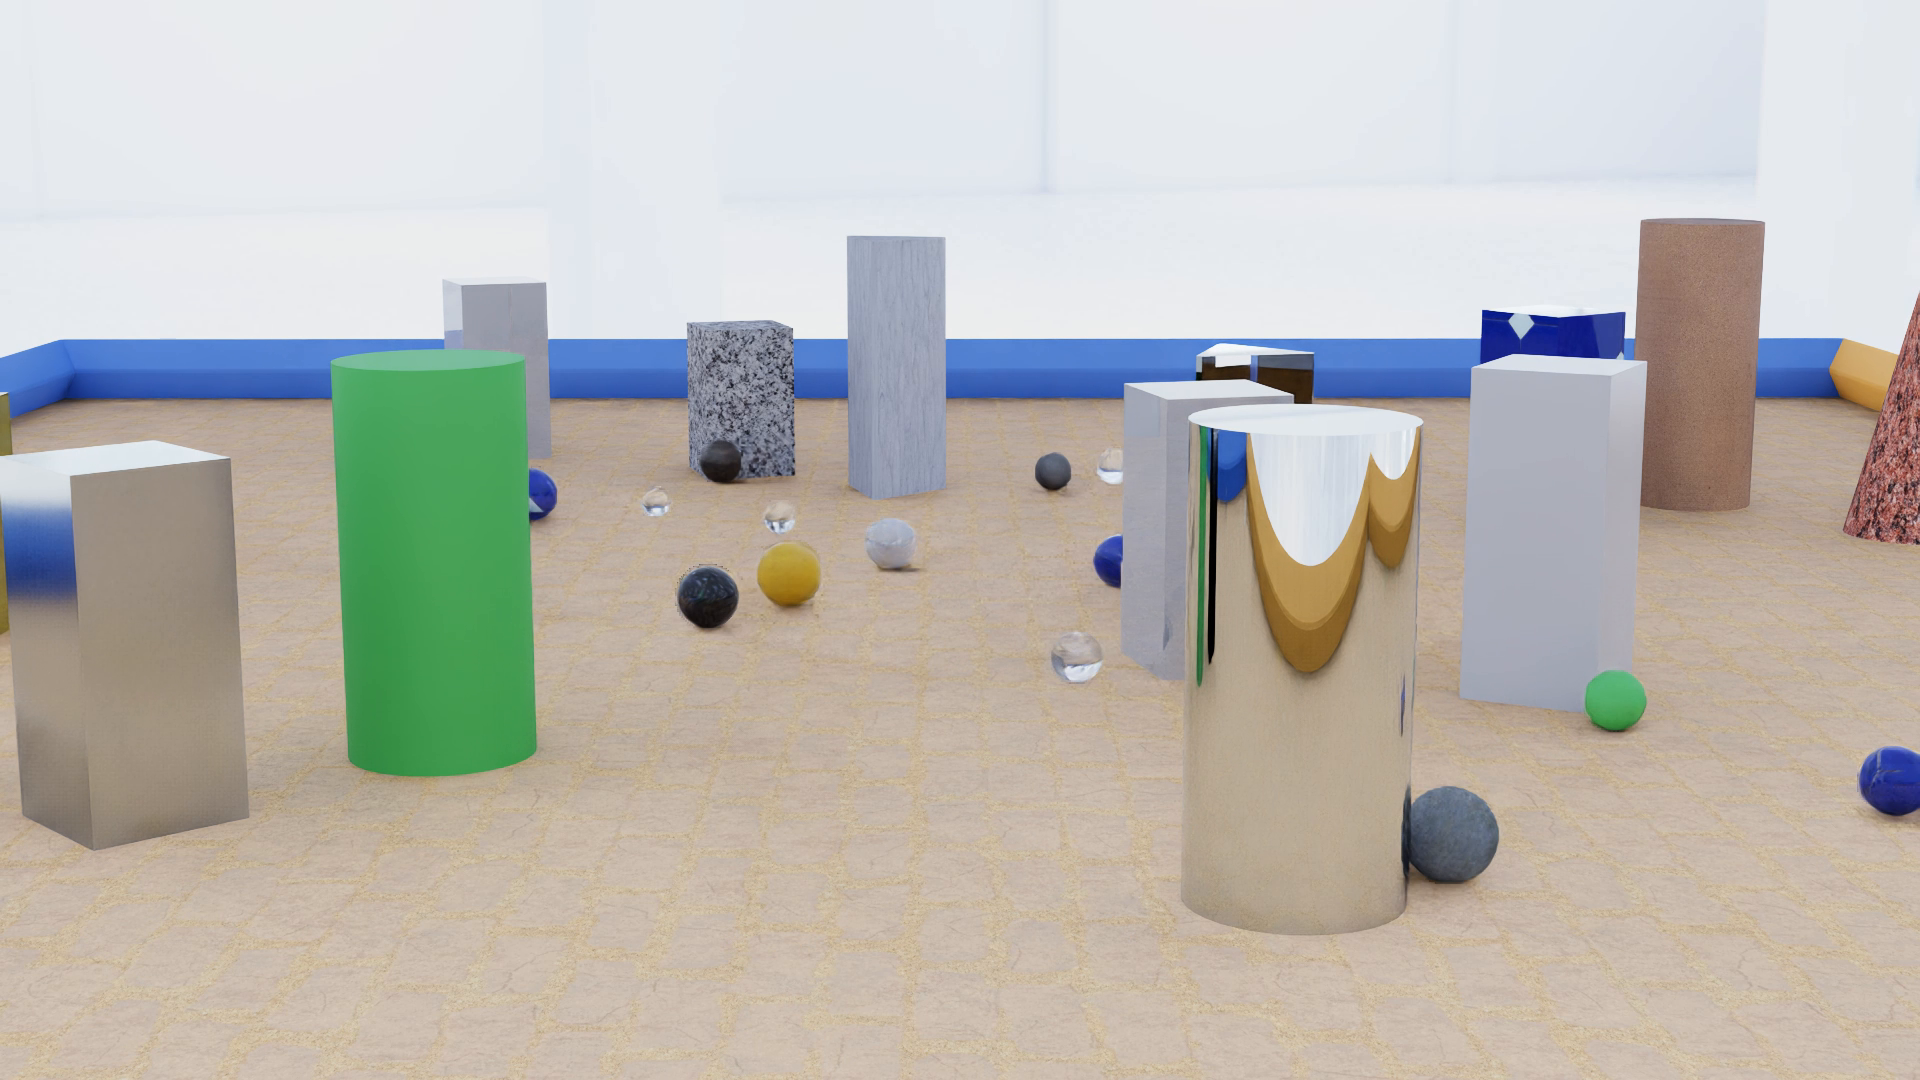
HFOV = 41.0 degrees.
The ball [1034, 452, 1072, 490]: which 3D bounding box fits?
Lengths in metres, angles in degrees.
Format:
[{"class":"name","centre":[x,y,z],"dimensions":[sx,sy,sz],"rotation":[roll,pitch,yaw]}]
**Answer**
[{"class":"ball","centre":[0.162,-0.119,4.453],"dimensions":[0.065,0.065,0.065],"rotation":[0,10,0]}]

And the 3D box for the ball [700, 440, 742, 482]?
[{"class":"ball","centre":[-0.423,-0.139,4.533],"dimensions":[0.075,0.075,0.075],"rotation":[0,10,0]}]

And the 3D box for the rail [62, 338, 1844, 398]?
[{"class":"rail","centre":[-0.013,-0.377,5.670],"dimensions":[3.952,0.130,0.045],"rotation":[0,10,0]}]

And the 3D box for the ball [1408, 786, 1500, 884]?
[{"class":"ball","centre":[0.442,0.266,2.314],"dimensions":[0.087,0.087,0.087],"rotation":[0,10,0]}]

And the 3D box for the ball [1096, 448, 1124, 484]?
[{"class":"ball","centre":[0.272,-0.130,4.519],"dimensions":[0.064,0.064,0.064],"rotation":[0,10,0]}]

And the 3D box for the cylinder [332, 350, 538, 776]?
[{"class":"cylinder","centre":[-0.556,0.019,2.722],"dimensions":[0.200,0.423,0.200],"rotation":[0,10,0]}]

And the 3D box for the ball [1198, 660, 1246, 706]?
[{"class":"ball","centre":[0.302,0.165,2.954],"dimensions":[0.053,0.053,0.053],"rotation":[0,10,0]}]

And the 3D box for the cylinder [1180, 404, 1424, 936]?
[{"class":"cylinder","centre":[0.295,0.107,2.235],"dimensions":[0.200,0.428,0.200],"rotation":[0,10,0]}]

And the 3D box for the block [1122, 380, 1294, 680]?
[{"class":"block","centre":[0.300,-0.016,3.141],"dimensions":[0.160,0.340,0.160],"rotation":[-3,11,-15]}]

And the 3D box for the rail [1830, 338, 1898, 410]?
[{"class":"rail","centre":[1.952,0.031,3.460],"dimensions":[0.045,0.130,4.565],"rotation":[0,10,0]}]

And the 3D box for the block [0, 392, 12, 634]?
[{"class":"block","centre":[-1.323,-0.028,3.306],"dimensions":[0.160,0.305,0.160],"rotation":[0,10,-1]}]

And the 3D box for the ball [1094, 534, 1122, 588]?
[{"class":"ball","centre":[0.226,0.030,3.622],"dimensions":[0.075,0.075,0.075],"rotation":[0,10,0]}]

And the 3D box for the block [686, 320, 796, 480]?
[{"class":"block","centre":[-0.397,-0.256,4.646],"dimensions":[0.160,0.266,0.160],"rotation":[-3,11,-18]}]

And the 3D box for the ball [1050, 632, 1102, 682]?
[{"class":"ball","centre":[0.140,0.140,3.065],"dimensions":[0.062,0.062,0.062],"rotation":[0,10,0]}]

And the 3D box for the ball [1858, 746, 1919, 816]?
[{"class":"ball","centre":[0.920,0.237,2.523],"dimensions":[0.069,0.069,0.069],"rotation":[0,10,0]}]

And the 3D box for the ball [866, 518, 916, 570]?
[{"class":"ball","centre":[-0.101,0.005,3.757],"dimensions":[0.075,0.075,0.075],"rotation":[0,10,0]}]

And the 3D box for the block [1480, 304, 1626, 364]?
[{"class":"block","centre":[0.953,-0.202,4.149],"dimensions":[0.160,0.339,0.160],"rotation":[-8,13,-35]}]

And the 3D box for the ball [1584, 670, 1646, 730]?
[{"class":"ball","centre":[0.727,0.178,2.846],"dimensions":[0.067,0.067,0.067],"rotation":[0,10,0]}]

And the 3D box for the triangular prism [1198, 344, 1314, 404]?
[{"class":"triangular prism","centre":[0.400,-0.114,3.710],"dimensions":[0.173,0.326,0.150],"rotation":[-3,11,-13]}]

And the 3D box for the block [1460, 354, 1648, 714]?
[{"class":"block","centre":[0.691,-0.012,2.989],"dimensions":[0.160,0.387,0.160],"rotation":[6,12,28]}]

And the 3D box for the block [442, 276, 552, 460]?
[{"class":"block","centre":[-0.873,-0.324,4.836],"dimensions":[0.160,0.330,0.160],"rotation":[-5,11,-23]}]

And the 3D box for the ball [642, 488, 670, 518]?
[{"class":"ball","centre":[-0.497,-0.060,4.190],"dimensions":[0.046,0.046,0.046],"rotation":[0,10,0]}]

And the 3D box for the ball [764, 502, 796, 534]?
[{"class":"ball","centre":[-0.285,-0.036,4.045],"dimensions":[0.051,0.051,0.051],"rotation":[0,10,0]}]

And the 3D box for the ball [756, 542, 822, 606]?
[{"class":"ball","centre":[-0.233,0.046,3.495],"dimensions":[0.089,0.089,0.089],"rotation":[0,10,0]}]

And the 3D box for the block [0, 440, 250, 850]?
[{"class":"block","centre":[-0.810,0.096,2.489],"dimensions":[0.160,0.357,0.160],"rotation":[-10,14,-42]}]

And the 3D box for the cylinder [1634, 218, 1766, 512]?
[{"class":"cylinder","centre":[1.232,-0.297,4.300],"dimensions":[0.200,0.472,0.200],"rotation":[0,10,0]}]

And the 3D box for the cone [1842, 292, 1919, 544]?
[{"class":"cone","centre":[1.498,-0.218,4.009],"dimensions":[0.200,0.423,0.200],"rotation":[0,10,0]}]

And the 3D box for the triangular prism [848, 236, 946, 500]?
[{"class":"triangular prism","centre":[-0.139,-0.304,4.434],"dimensions":[0.150,0.436,0.173],"rotation":[10,14,43]}]

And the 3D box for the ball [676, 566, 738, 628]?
[{"class":"ball","centre":[-0.330,0.075,3.364],"dimensions":[0.081,0.081,0.081],"rotation":[0,10,0]}]

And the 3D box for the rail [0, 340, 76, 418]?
[{"class":"rail","centre":[-1.952,0.035,3.438],"dimensions":[0.045,0.130,4.565],"rotation":[0,10,0]}]

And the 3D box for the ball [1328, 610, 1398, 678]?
[{"class":"ball","centre":[0.486,0.125,3.092],"dimensions":[0.081,0.081,0.081],"rotation":[0,10,0]}]

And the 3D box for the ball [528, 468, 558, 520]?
[{"class":"ball","centre":[-0.695,-0.074,4.155],"dimensions":[0.086,0.086,0.086],"rotation":[0,10,0]}]
